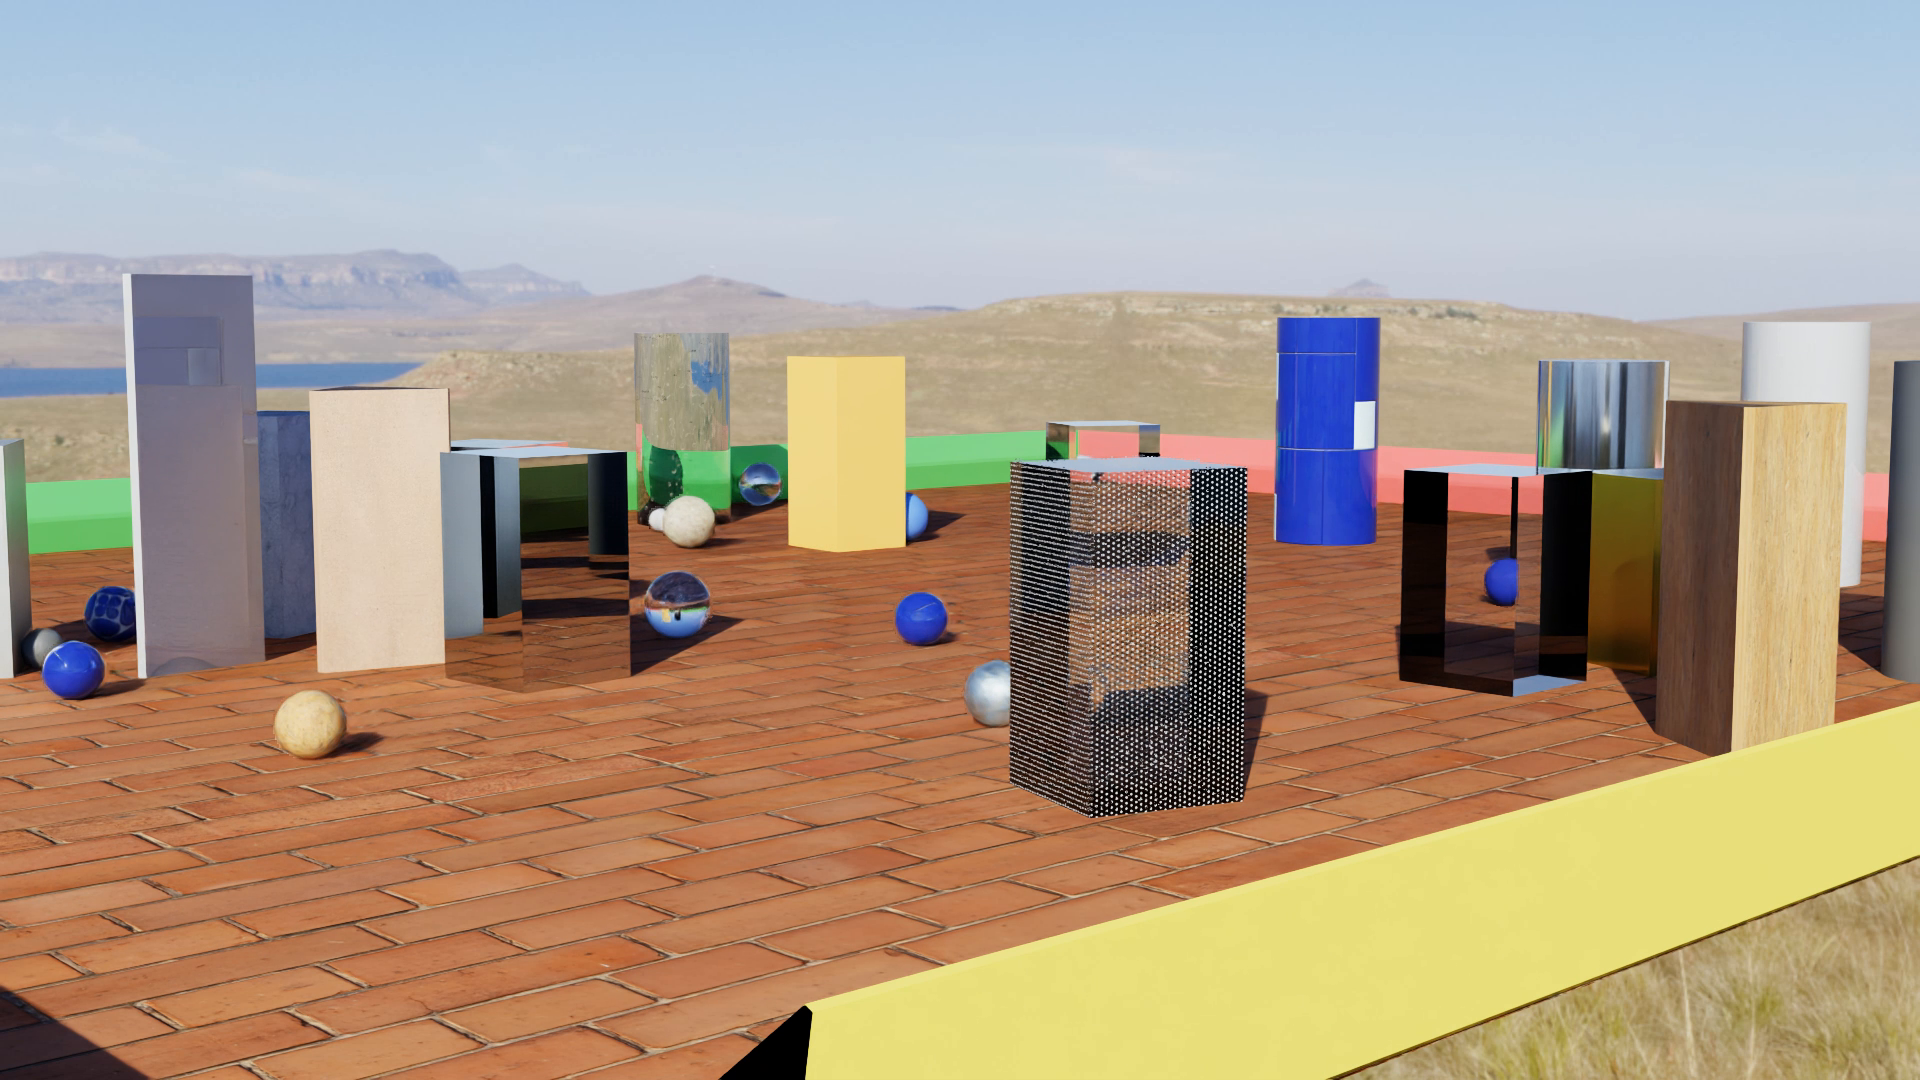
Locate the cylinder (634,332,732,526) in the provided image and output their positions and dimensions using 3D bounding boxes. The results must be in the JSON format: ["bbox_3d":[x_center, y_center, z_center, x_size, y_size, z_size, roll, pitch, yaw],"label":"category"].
[{"bbox_3d":[-0.581,-0.235,4.615,0.198,0.398,0.198,0,6,0],"label":"cylinder"}]

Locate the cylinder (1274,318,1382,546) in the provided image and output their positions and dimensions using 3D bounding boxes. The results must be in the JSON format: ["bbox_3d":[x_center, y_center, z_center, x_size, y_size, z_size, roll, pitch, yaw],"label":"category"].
[{"bbox_3d":[0.709,-0.214,4.254,0.198,0.431,0.198,0,6,0],"label":"cylinder"}]

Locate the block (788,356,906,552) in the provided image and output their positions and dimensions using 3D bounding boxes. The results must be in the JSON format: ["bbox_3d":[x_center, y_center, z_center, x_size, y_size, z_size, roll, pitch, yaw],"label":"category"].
[{"bbox_3d":[-0.215,-0.167,4.157,0.158,0.359,0.158,-5,8,-39],"label":"block"}]

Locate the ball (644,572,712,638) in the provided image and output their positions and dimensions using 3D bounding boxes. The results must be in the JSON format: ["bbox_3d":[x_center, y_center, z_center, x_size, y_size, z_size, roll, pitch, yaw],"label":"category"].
[{"bbox_3d":[-0.385,0.088,2.995,0.091,0.091,0.091,0,6,0],"label":"ball"}]

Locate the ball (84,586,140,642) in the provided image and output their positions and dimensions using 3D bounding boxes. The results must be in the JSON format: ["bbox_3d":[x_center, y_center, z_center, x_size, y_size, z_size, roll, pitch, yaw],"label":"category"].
[{"bbox_3d":[-1.138,0.099,2.959,0.077,0.077,0.077,0,6,0],"label":"ball"}]

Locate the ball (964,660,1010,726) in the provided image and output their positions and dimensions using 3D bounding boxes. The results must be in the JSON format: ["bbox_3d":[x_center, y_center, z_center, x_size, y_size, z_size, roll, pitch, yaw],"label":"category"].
[{"bbox_3d":[0.039,0.165,2.361,0.071,0.071,0.071,0,6,0],"label":"ball"}]

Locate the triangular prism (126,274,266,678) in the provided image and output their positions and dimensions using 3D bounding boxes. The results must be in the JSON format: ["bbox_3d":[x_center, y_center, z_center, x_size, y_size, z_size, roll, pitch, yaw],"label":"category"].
[{"bbox_3d":[-0.997,-0.087,2.760,0.148,0.488,0.171,5,8,39],"label":"triangular prism"}]

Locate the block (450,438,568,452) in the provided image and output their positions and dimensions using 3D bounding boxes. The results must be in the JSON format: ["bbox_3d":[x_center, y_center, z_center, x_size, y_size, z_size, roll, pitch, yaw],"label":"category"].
[{"bbox_3d":[-0.662,-0.007,3.099,0.158,0.259,0.158,3,7,24],"label":"block"}]

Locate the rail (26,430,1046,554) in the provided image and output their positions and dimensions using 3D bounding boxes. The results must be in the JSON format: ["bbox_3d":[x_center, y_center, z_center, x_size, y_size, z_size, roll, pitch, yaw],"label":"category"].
[{"bbox_3d":[-1.118,-0.092,4.537,3.893,0.129,0.045,-5,8,-42],"label":"rail"}]

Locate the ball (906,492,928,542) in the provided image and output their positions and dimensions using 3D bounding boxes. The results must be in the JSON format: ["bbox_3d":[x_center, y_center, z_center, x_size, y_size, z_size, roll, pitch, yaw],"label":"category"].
[{"bbox_3d":[-0.108,-0.044,4.241,0.096,0.096,0.096,0,6,0],"label":"ball"}]

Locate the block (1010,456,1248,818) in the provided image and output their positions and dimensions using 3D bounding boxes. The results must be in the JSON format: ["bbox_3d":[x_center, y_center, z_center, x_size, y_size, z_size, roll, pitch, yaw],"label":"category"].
[{"bbox_3d":[0.152,0.082,2.024,0.158,0.305,0.158,-3,7,-25],"label":"block"}]

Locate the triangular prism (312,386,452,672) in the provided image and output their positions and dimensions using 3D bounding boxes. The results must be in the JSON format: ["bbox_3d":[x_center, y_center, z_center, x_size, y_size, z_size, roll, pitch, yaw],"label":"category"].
[{"bbox_3d":[-0.753,-0.020,2.801,0.171,0.347,0.148,-4,7,-31],"label":"triangular prism"}]

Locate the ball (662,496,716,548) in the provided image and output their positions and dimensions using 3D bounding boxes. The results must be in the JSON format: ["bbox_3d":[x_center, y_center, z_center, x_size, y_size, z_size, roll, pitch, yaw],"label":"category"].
[{"bbox_3d":[-0.509,-0.034,4.129,0.099,0.099,0.099,0,6,0],"label":"ball"}]

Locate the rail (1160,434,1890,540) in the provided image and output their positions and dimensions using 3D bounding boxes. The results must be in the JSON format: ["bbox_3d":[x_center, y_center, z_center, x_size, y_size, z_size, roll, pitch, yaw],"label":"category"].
[{"bbox_3d":[1.413,-0.102,4.629,0.045,0.129,3.346,-5,8,-42],"label":"rail"}]

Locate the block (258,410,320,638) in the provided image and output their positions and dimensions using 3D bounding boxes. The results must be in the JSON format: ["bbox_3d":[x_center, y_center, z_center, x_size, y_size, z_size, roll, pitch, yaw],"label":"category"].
[{"bbox_3d":[-0.968,-0.026,3.078,0.158,0.302,0.158,2,6,19],"label":"block"}]

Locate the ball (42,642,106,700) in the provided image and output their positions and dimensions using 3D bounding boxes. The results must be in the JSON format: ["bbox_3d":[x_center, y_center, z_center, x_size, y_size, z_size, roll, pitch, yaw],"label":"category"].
[{"bbox_3d":[-1.017,0.150,2.525,0.067,0.067,0.067,0,6,0],"label":"ball"}]

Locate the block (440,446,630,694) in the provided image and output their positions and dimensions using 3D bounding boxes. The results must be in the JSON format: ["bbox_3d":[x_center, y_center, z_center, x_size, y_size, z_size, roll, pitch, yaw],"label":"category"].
[{"bbox_3d":[-0.513,0.031,2.660,0.158,0.275,0.158,5,8,42],"label":"block"}]

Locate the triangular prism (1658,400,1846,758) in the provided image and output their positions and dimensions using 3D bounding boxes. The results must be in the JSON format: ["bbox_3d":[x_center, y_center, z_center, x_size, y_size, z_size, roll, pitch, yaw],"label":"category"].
[{"bbox_3d":[0.784,0.035,2.251,0.171,0.352,0.148,-5,8,-38],"label":"triangular prism"}]

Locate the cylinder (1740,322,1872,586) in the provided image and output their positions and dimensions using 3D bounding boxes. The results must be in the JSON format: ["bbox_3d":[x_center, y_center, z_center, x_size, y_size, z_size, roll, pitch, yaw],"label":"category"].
[{"bbox_3d":[1.387,-0.145,3.625,0.198,0.426,0.198,0,6,0],"label":"cylinder"}]

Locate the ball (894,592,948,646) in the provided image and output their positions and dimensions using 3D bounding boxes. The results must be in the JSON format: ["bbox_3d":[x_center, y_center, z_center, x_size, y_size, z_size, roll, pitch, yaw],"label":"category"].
[{"bbox_3d":[-0.052,0.105,2.929,0.072,0.072,0.072,0,6,0],"label":"ball"}]

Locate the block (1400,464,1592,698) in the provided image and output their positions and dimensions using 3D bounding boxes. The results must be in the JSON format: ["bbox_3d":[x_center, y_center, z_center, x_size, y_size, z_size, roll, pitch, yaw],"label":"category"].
[{"bbox_3d":[0.643,0.043,2.639,0.158,0.255,0.158,-6,8,-43],"label":"block"}]

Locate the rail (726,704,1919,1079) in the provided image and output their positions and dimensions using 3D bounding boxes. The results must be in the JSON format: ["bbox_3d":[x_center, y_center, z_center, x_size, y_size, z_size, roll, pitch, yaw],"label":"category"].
[{"bbox_3d":[1.118,0.159,2.126,3.893,0.129,0.045,-5,8,-42],"label":"rail"}]

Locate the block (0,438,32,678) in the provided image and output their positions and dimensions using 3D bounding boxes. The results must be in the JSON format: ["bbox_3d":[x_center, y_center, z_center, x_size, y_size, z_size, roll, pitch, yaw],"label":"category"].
[{"bbox_3d":[-1.248,0.021,2.716,0.158,0.282,0.158,-2,6,-14],"label":"block"}]

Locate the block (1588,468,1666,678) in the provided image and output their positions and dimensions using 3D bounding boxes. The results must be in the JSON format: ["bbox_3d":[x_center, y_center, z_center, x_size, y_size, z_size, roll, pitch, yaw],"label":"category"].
[{"bbox_3d":[0.884,0.036,2.770,0.158,0.241,0.158,-2,6,-22],"label":"block"}]

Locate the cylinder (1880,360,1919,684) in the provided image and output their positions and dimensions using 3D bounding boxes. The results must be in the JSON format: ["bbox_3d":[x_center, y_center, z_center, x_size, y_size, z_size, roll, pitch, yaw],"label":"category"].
[{"bbox_3d":[1.229,-0.023,2.662,0.198,0.383,0.198,0,6,0],"label":"cylinder"}]

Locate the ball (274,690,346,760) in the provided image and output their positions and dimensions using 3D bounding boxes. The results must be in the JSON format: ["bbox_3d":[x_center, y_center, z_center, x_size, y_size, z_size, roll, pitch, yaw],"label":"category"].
[{"bbox_3d":[-0.647,0.184,2.190,0.069,0.069,0.069,0,6,0],"label":"ball"}]

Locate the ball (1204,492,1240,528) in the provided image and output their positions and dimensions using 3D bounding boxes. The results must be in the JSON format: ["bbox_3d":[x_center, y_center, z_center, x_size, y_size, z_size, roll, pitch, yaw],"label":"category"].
[{"bbox_3d":[0.539,-0.061,4.512,0.073,0.073,0.073,0,6,0],"label":"ball"}]

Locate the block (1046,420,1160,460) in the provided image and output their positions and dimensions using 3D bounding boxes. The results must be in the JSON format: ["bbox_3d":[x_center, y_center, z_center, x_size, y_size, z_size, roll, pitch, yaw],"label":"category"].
[{"bbox_3d":[0.254,-0.088,3.946,0.158,0.244,0.158,-2,6,-17],"label":"block"}]

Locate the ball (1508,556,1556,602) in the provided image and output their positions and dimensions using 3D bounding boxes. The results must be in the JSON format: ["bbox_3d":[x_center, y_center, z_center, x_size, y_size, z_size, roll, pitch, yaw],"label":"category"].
[{"bbox_3d":[0.878,0.059,3.372,0.072,0.072,0.072,0,6,0],"label":"ball"}]

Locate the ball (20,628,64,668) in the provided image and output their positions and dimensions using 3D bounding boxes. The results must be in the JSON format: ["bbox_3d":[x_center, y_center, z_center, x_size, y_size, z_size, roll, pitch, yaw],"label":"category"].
[{"bbox_3d":[-1.143,0.135,2.741,0.051,0.051,0.051,0,6,0],"label":"ball"}]

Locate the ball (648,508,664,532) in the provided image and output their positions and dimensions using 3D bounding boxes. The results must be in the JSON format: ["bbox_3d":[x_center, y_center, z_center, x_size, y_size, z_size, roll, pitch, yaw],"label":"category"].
[{"bbox_3d":[-0.603,-0.039,4.430,0.047,0.047,0.047,0,6,0],"label":"ball"}]

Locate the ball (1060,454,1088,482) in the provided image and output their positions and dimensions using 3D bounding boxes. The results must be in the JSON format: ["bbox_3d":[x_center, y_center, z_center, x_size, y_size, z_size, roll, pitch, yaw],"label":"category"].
[{"bbox_3d":[0.298,-0.191,5.760,0.073,0.073,0.073,0,6,0],"label":"ball"}]

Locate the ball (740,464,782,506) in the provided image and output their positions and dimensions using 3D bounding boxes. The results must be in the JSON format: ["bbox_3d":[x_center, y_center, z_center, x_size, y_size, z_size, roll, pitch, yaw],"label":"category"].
[{"bbox_3d":[-0.457,-0.127,5.031,0.097,0.097,0.097,0,6,0],"label":"ball"}]

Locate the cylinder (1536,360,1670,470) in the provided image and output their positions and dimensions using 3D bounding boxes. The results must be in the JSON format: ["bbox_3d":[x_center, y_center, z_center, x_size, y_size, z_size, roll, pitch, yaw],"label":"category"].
[{"bbox_3d":[0.999,-0.096,3.431,0.198,0.367,0.198,0,6,0],"label":"cylinder"}]
